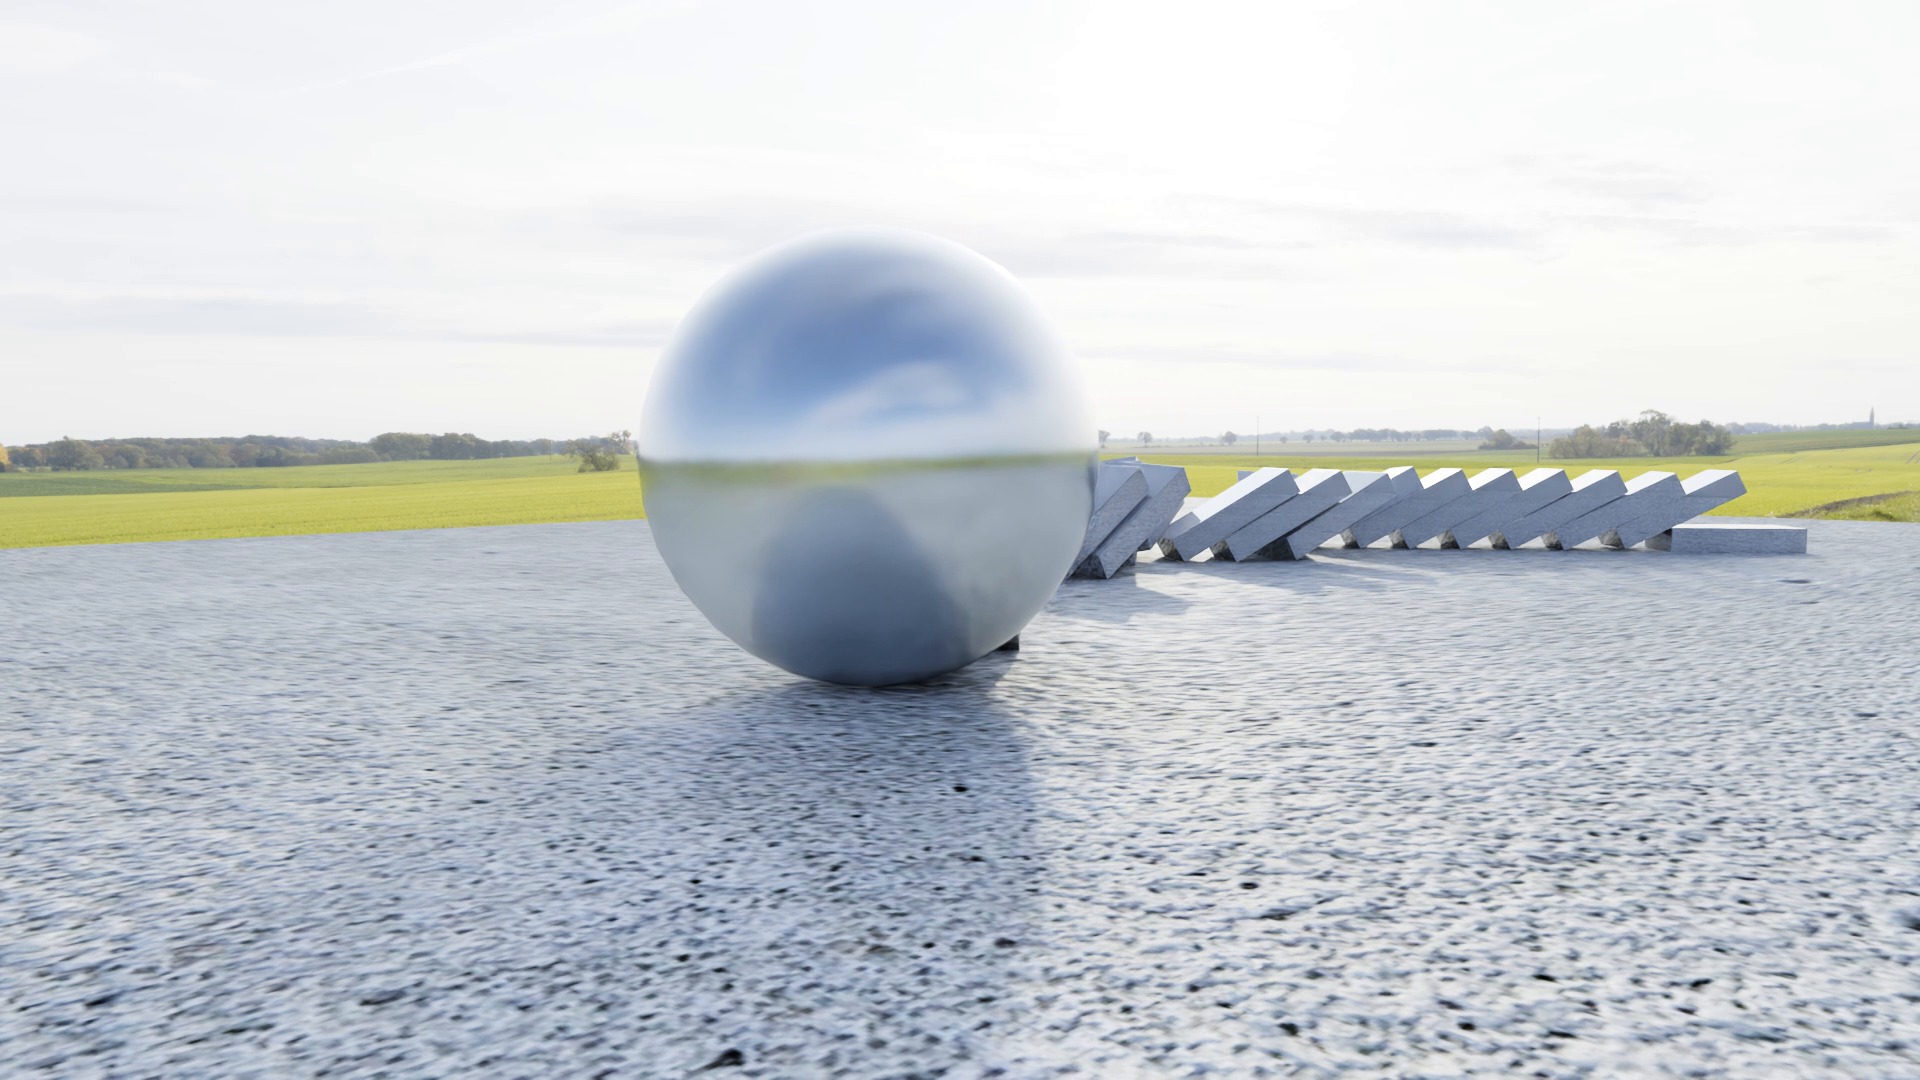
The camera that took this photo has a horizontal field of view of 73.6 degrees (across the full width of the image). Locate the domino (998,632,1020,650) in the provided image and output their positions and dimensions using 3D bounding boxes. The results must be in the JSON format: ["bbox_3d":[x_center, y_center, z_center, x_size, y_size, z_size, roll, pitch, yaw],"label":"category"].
[{"bbox_3d":[0.000,-0.001,0.274,0.025,0.050,0.009,0,-33,2],"label":"domino"}]

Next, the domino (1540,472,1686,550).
[{"bbox_3d":[0.262,-0.012,0.519,0.050,0.010,0.025,-27,1,9],"label":"domino"}]

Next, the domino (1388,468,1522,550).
[{"bbox_3d":[0.202,-0.013,0.527,0.050,0.010,0.025,-28,2,5],"label":"domino"}]

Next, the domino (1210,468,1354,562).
[{"bbox_3d":[0.117,-0.010,0.475,0.050,0.010,0.025,-30,8,-5],"label":"domino"}]

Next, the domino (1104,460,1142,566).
[{"bbox_3d":[0.050,-0.009,0.447,0.025,0.010,0.050,-3,36,15],"label":"domino"}]

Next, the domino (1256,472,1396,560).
[{"bbox_3d":[0.137,-0.010,0.486,0.050,0.010,0.025,-31,14,-16],"label":"domino"}]

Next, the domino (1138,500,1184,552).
[{"bbox_3d":[0.066,-0.008,0.488,0.025,0.009,0.050,-9,17,28],"label":"domino"}]

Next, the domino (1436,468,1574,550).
[{"bbox_3d":[0.221,-0.013,0.525,0.050,0.010,0.025,-28,2,4],"label":"domino"}]

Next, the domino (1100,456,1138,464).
[{"bbox_3d":[0.052,-0.012,0.468,0.025,0.009,0.050,-7,35,15],"label":"domino"}]

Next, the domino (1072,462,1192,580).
[{"bbox_3d":[0.052,-0.007,0.422,0.025,0.010,0.050,9,42,45],"label":"domino"}]

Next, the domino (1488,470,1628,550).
[{"bbox_3d":[0.242,-0.013,0.523,0.050,0.010,0.025,-28,1,7],"label":"domino"}]

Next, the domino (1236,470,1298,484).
[{"bbox_3d":[0.126,-0.012,0.522,0.025,0.010,0.050,4,30,9],"label":"domino"}]

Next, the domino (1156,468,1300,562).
[{"bbox_3d":[0.098,-0.010,0.474,0.050,0.010,0.025,-31,8,-4],"label":"domino"}]

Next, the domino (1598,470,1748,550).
[{"bbox_3d":[0.285,-0.013,0.516,0.050,0.009,0.025,-27,1,8],"label":"domino"}]

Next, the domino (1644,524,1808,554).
[{"bbox_3d":[0.306,-0.001,0.515,0.050,0.009,0.025,0,4,6],"label":"domino"}]

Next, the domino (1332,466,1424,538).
[{"bbox_3d":[0.163,-0.014,0.531,0.050,0.010,0.025,-29,2,-1],"label":"domino"}]

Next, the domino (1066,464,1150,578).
[{"bbox_3d":[0.036,-0.006,0.411,0.025,0.010,0.050,6,40,46],"label":"domino"}]

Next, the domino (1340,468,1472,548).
[{"bbox_3d":[0.182,-0.013,0.528,0.050,0.009,0.025,-28,2,4],"label":"domino"}]

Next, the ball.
[{"bbox_3d":[-0.016,-0.014,0.225,0.080,0.080,0.080,0,4,0],"label":"ball"}]
